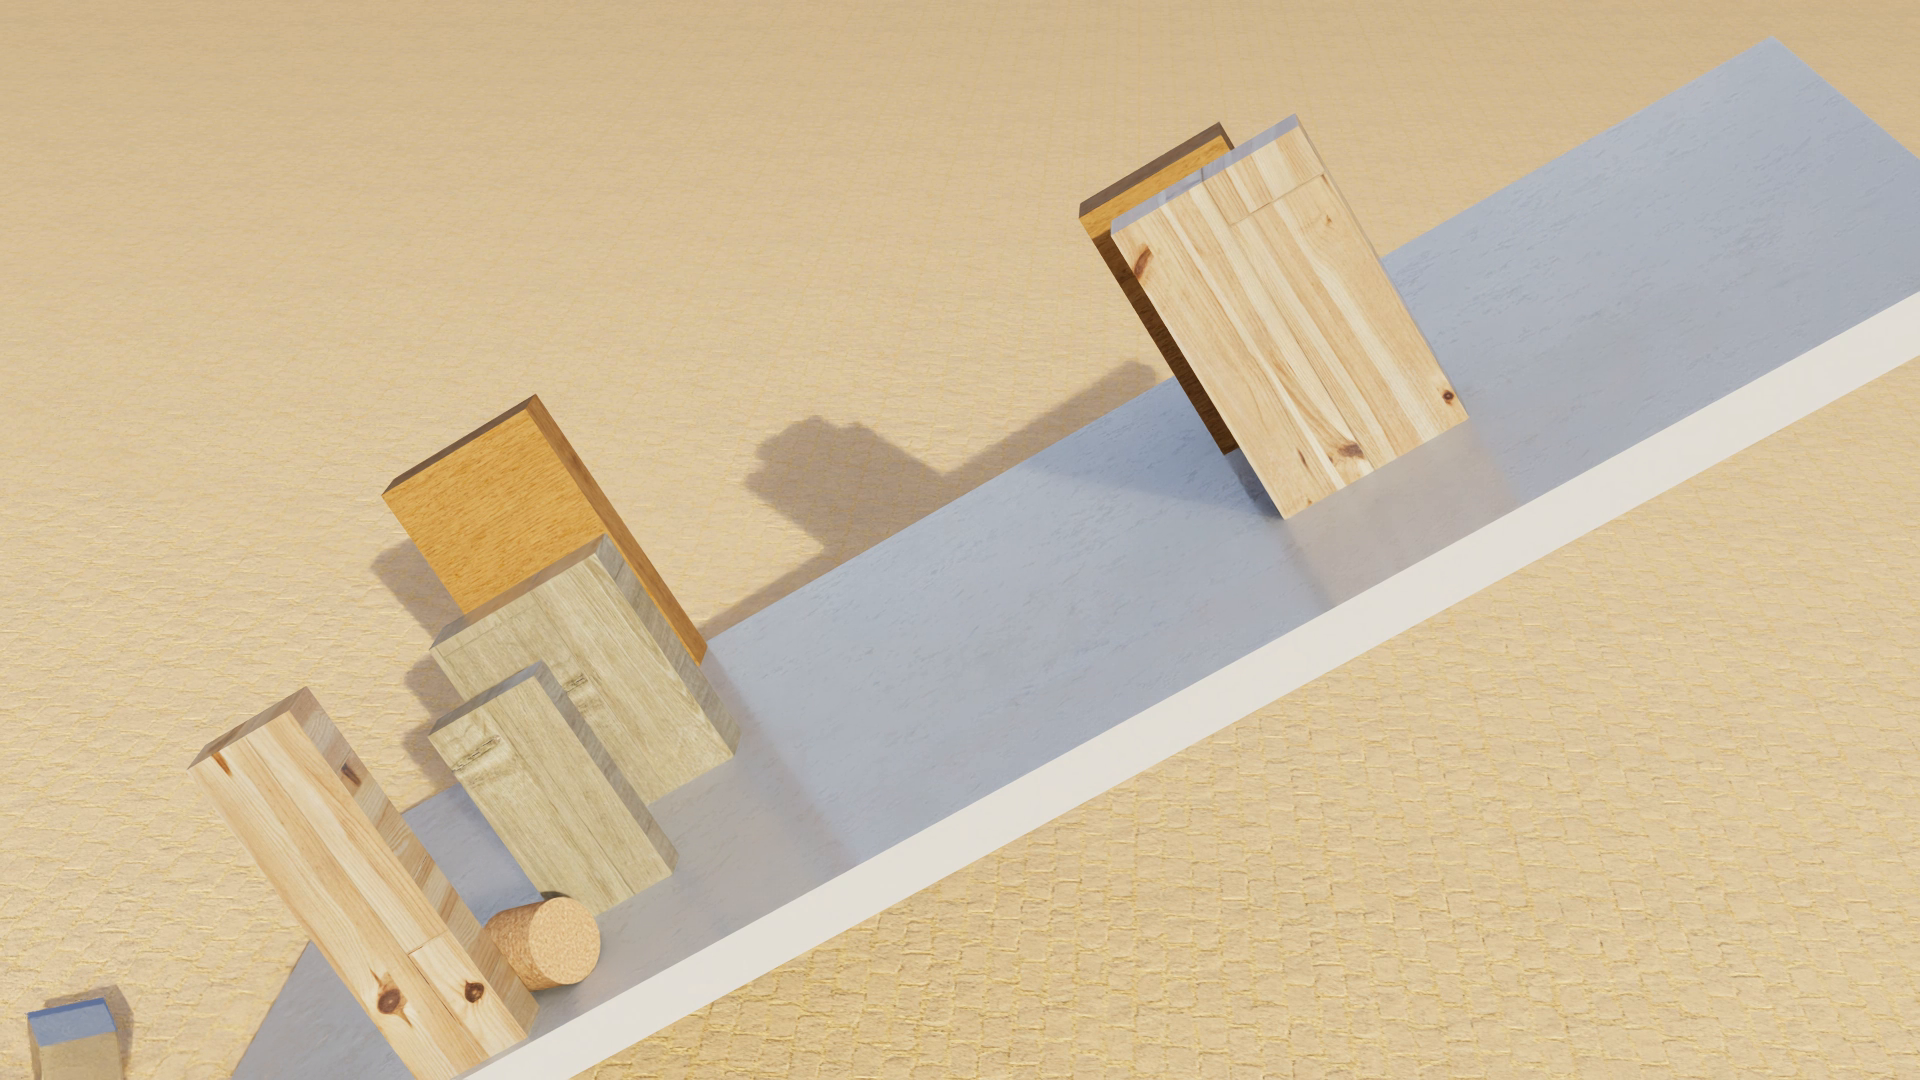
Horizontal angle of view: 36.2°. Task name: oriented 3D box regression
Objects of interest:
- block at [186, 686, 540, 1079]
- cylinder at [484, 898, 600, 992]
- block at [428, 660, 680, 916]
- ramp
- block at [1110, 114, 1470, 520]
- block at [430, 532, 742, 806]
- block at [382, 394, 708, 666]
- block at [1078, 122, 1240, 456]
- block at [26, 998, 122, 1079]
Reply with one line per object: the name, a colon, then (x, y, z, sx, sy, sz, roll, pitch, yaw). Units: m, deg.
block: (-1.126, 0.667, 5.582, 0.240, 0.780, 0.120, -29, 15, 13)
cylinder: (-0.822, 0.794, 5.752, 0.169, 0.169, 0.169, -18, 2, 44)
block: (-0.822, 0.521, 5.969, 0.261, 0.502, 0.089, -29, 15, 13)
ramp: (0.141, 0.169, 6.289, 4.000, 0.100, 2.000, -29, 15, 13)
block: (0.636, -0.426, 5.669, 0.407, 0.662, 0.125, -29, 15, 13)
block: (-0.820, 0.334, 6.476, 0.440, 0.547, 0.137, -29, 15, 13)
block: (-1.022, 0.079, 7.273, 0.431, 0.769, 0.132, -29, 15, 13)
block: (0.559, -0.534, 6.282, 0.344, 0.607, 0.142, -29, 15, 13)
block: (-1.970, 1.148, 6.550, 0.169, 0.169, 0.169, -9, 21, -24)
